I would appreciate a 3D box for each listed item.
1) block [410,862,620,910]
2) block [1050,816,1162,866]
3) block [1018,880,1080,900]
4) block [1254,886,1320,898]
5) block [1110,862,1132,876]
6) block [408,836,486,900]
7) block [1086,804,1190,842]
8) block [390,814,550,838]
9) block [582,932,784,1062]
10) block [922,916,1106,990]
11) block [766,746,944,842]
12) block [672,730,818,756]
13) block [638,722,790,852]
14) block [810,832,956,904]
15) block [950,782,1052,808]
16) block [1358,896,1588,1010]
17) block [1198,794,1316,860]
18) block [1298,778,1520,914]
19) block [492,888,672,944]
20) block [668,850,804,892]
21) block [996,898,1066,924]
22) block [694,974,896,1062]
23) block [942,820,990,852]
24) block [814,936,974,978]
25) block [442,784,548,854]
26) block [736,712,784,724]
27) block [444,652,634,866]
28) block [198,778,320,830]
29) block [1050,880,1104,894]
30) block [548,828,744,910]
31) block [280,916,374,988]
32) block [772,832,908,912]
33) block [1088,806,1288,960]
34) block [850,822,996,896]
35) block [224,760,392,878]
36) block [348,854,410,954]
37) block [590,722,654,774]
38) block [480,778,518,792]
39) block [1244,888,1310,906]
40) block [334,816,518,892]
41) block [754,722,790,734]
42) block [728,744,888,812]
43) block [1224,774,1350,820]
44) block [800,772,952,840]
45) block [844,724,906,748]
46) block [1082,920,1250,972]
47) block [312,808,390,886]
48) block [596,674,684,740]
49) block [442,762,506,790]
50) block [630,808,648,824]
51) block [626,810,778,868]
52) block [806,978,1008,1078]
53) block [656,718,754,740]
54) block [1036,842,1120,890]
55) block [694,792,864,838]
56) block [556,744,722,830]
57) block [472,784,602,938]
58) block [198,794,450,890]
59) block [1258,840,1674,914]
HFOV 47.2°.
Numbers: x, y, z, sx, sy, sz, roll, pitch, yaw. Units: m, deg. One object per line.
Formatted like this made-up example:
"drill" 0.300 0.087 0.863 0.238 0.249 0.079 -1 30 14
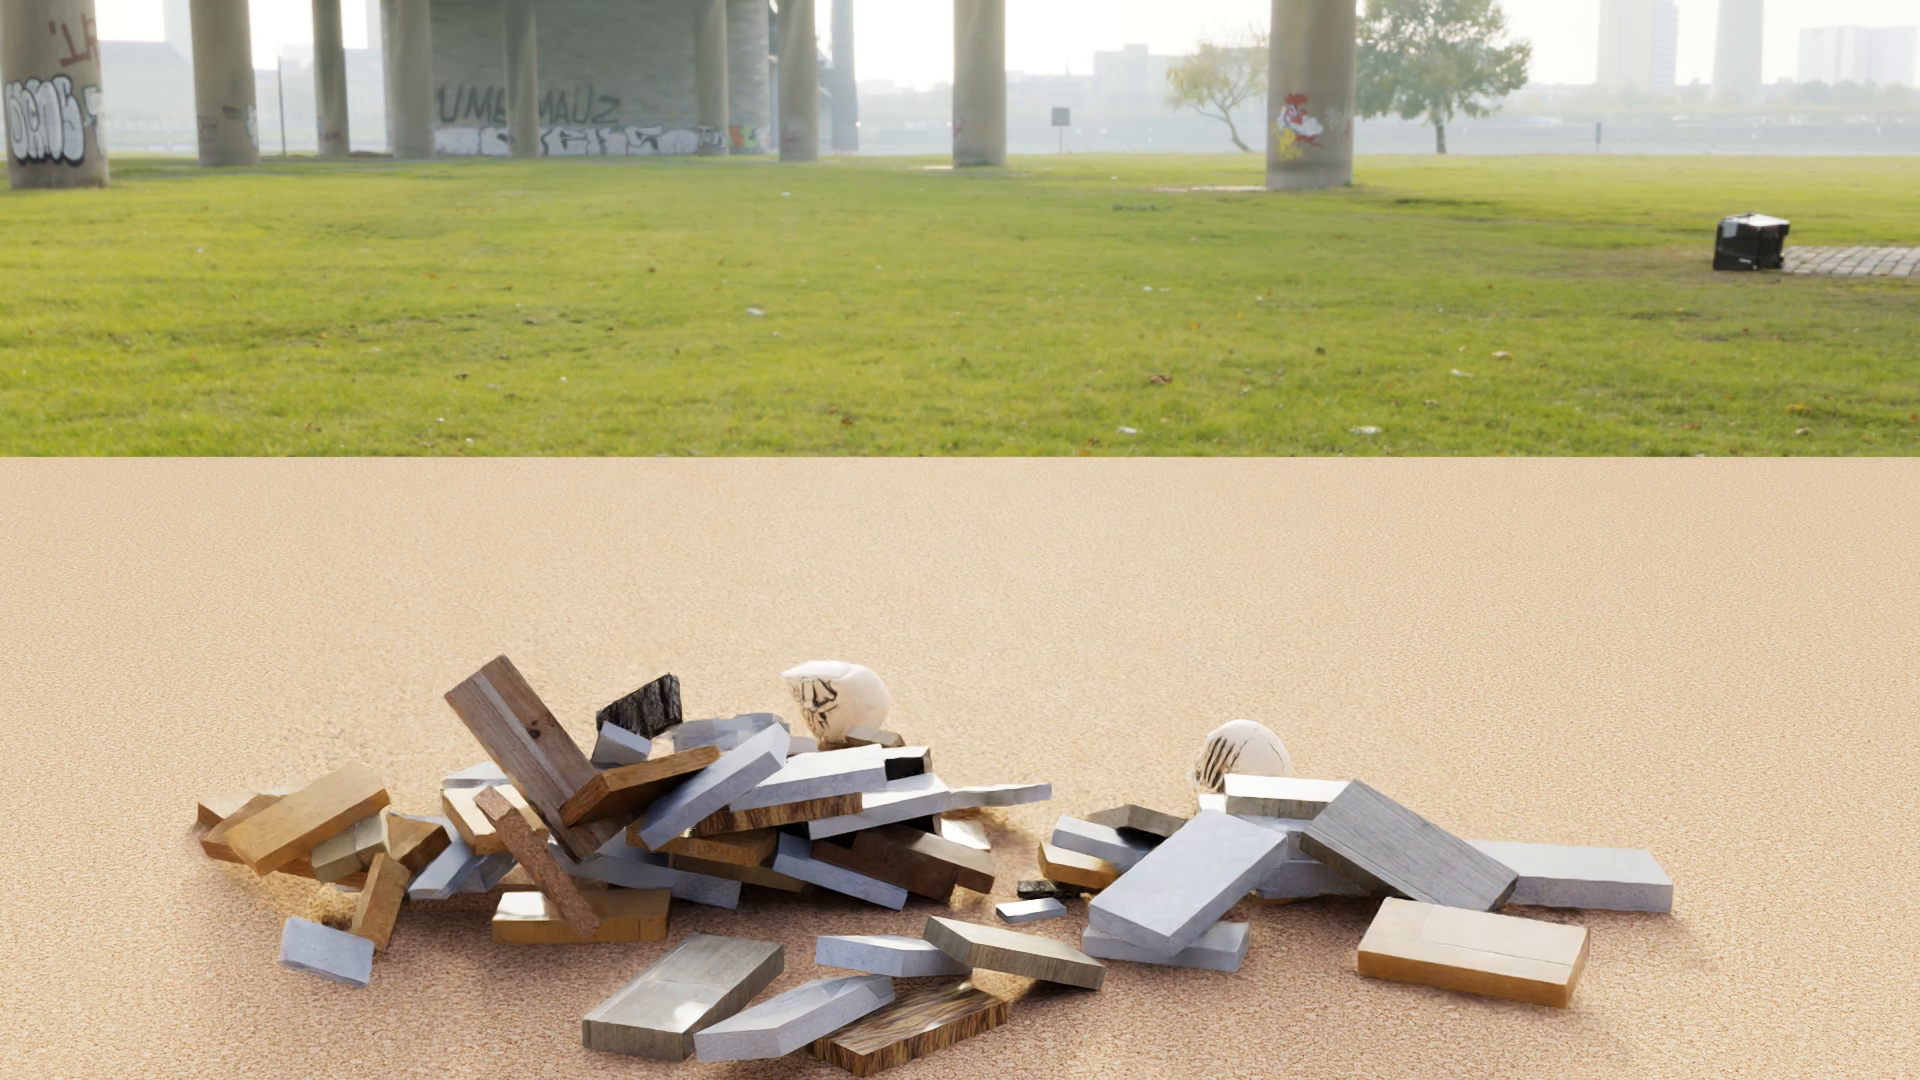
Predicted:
"block" -0.734 0.568 3.664 0.324 0.046 0.162 0 11 0
"block" 0.258 0.503 3.609 0.209 0.030 0.104 14 7 8
"block" 0.148 0.583 3.665 0.103 0.015 0.051 0 11 -1
"block" 0.538 0.575 3.629 0.097 0.014 0.049 0 12 -14
"block" 0.357 0.547 3.678 0.209 0.030 0.104 11 10 -14
"block" -0.799 0.514 3.456 0.068 0.019 0.137 -6 27 27
"block" 0.308 0.491 3.728 0.128 0.036 0.292 16 -13 -8
"block" -0.841 0.513 3.817 0.270 0.038 0.135 2 -14 18
"block" -0.395 0.658 3.187 0.152 0.043 0.352 4 11 18
"block" 0.081 0.609 3.245 0.248 0.035 0.124 17 0 -31
"block" -0.210 0.455 3.805 0.341 0.171 0.048 -5 15 14
"block" -0.369 0.358 3.820 0.120 0.034 0.329 -6 -9 19
"block" -0.391 0.393 3.518 0.256 0.036 0.128 -33 13 10
"block" -0.128 0.531 3.651 0.240 0.034 0.120 19 9 -5
"block" 0.055 0.472 4.053 0.213 0.030 0.107 -9 -5 44
"block" 0.770 0.618 3.304 0.309 0.044 0.154 5 25 26
"block" 0.574 0.485 3.684 0.341 0.048 0.171 3 11 2
"block" 0.717 0.514 3.523 0.309 0.044 0.154 30 49 29
"block" -0.600 0.600 3.510 0.270 0.038 0.135 -1 11 -3
"block" -0.369 0.530 3.643 0.221 0.031 0.111 12 10 -6
"block" 0.115 0.601 3.567 0.103 0.015 0.051 -4 11 -22
"block" -0.225 0.658 3.038 0.135 0.038 0.292 -11 -1 30
"block" 0.005 0.534 3.906 0.081 0.023 0.161 -1 11 -6
"block" -0.091 0.609 3.224 0.135 0.038 0.271 5 -8 23
"block" -0.746 0.446 3.522 0.115 0.033 0.230 -2 12 -26
"block" -0.349 0.316 3.841 0.064 0.018 0.128 -3 -8 4
"block" -0.682 0.354 3.568 0.115 0.347 0.033 -38 1 -31
"block" -1.256 0.494 4.080 0.270 0.038 0.135 -8 13 -38
"block" 0.202 0.571 3.656 0.103 0.015 0.051 10 11 -17
"block" -0.518 0.533 3.662 0.324 0.046 0.162 12 10 -2
"block" -0.931 0.606 3.237 0.137 0.068 0.019 28 -45 -35
"block" -0.197 0.546 3.624 0.221 0.031 0.111 19 9 -6
"block" 0.360 0.533 3.444 0.154 0.044 0.309 17 35 40
"block" -0.063 0.518 3.649 0.240 0.034 0.120 19 9 -6
"block" -1.053 0.449 3.553 0.234 0.033 0.117 -30 36 -29
"block" -0.899 0.563 3.406 0.019 0.137 0.068 -3 -33 26
"block" -0.548 0.349 3.550 0.084 0.024 0.168 24 -29 -4
"block" -0.718 0.457 3.980 0.270 0.038 0.135 -9 -26 -6
"block" 0.526 0.587 3.643 0.097 0.014 0.049 -4 12 -27
"block" -0.859 0.514 3.605 0.324 0.046 0.162 -5 22 30
"block" -0.345 0.333 3.832 0.064 0.018 0.128 1 -9 -22
"block" -0.250 0.388 3.596 0.256 0.036 0.128 -9 12 -3
"block" 0.568 0.437 3.713 0.239 0.034 0.120 3 11 4
"block" -0.144 0.440 3.646 0.240 0.034 0.120 -11 11 -13
"block" -0.119 0.419 3.887 0.107 0.213 0.030 8 45 37
"block" 0.319 0.620 3.409 0.239 0.034 0.120 3 12 16
"block" -0.991 0.471 3.571 0.115 0.033 0.229 -22 25 -9
"block" -0.528 0.291 3.612 0.168 0.084 0.024 -28 -34 28
"block" -0.835 0.457 4.187 0.270 0.038 0.135 -3 8 28
"block" -0.629 0.457 3.766 0.152 0.043 0.304 19 -28 -29
"block" -0.423 0.487 3.602 0.221 0.031 0.111 8 11 11
"block" -0.072 0.682 3.083 0.273 0.033 0.117 -10 14 -43
"block" -0.437 0.323 3.755 0.084 0.024 0.168 5 -11 -42
"block" 0.238 0.552 3.664 0.209 0.030 0.104 12 9 -7
"block" -0.298 0.429 3.618 0.271 0.038 0.135 -8 12 -2
"block" -0.512 0.396 3.547 0.124 0.035 0.265 -40 -18 32
"block" -0.646 0.492 3.365 0.035 0.247 0.124 -39 26 -18
"block" -1.065 0.502 3.665 0.532 0.038 0.135 1 32 40
"block" 0.827 0.549 3.667 0.669 0.048 0.171 3 11 3
